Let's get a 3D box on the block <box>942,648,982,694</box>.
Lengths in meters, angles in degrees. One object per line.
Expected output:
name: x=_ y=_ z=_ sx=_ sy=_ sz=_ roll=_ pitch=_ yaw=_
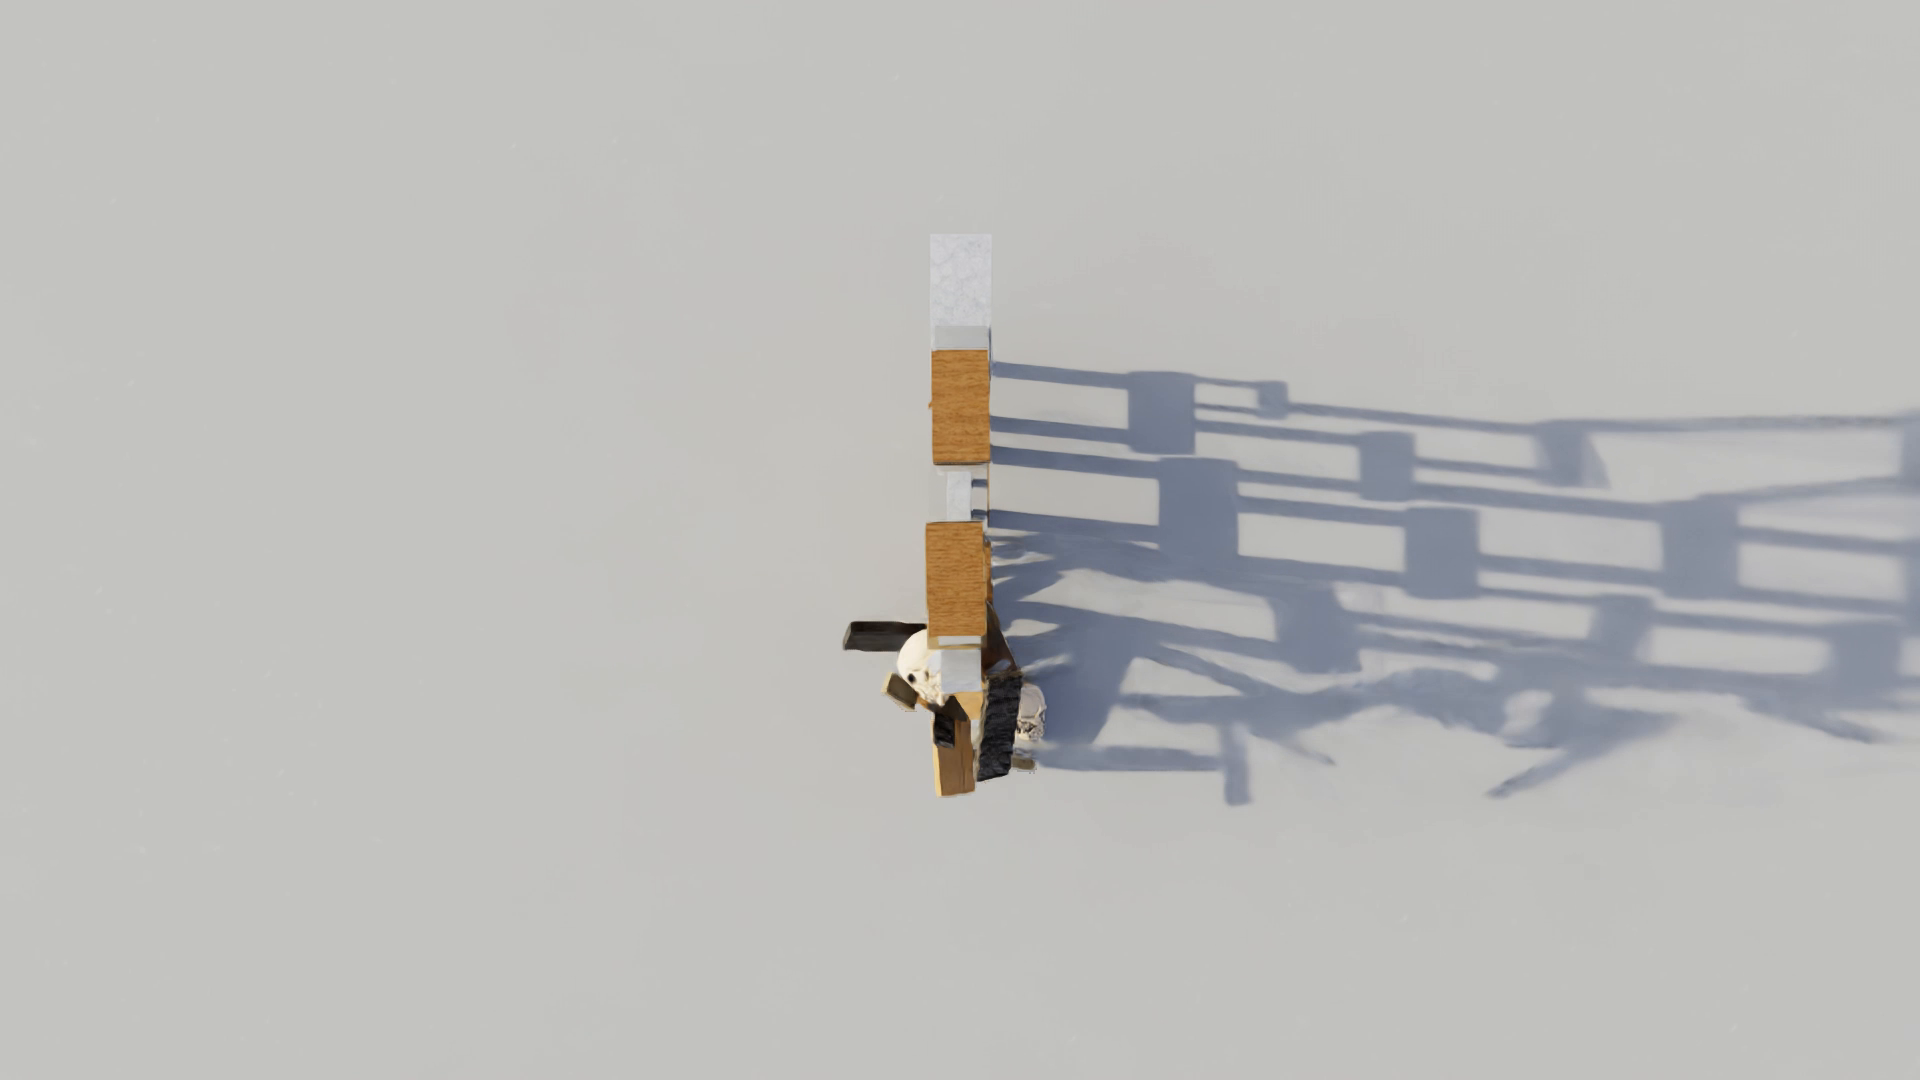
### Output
block: x=0.003 y=0.325 z=4.273 sx=0.102 sy=0.203 sz=0.029 roll=-5 pitch=119 yaw=2

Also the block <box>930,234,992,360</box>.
block: x=0.003 y=-0.605 z=4.105 sx=0.153 sy=0.043 sz=0.305 roll=0 pitch=92 yaw=0

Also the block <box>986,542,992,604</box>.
block: x=0.016 y=0.169 z=5.003 sx=0.160 sy=0.045 sz=0.320 roll=0 pitch=79 yaw=-3

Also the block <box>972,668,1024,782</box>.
block: x=0.106 y=0.525 z=4.650 sx=0.102 sy=0.029 sz=0.392 roll=-9 pitch=130 yaw=-19

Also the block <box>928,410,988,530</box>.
block: x=-0.006 y=-0.172 z=4.094 sx=0.149 sy=0.042 sz=0.298 roll=0 pitch=90 yaw=0

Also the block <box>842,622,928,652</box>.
block: x=-0.236 y=0.312 z=5.317 sx=0.262 sy=0.131 sz=0.037 roll=2 pitch=59 yaw=-16

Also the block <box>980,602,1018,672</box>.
block: x=0.070 y=0.307 z=4.743 sx=0.126 sy=0.036 sz=0.251 roll=-21 pitch=123 yaw=5

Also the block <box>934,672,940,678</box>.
block: x=-0.002 y=0.352 z=5.147 sx=0.131 sy=0.262 sz=0.037 roll=11 pitch=119 yaw=-1

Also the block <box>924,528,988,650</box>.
block: x=-0.010 y=0.122 z=4.202 sx=0.154 sy=0.044 sz=0.308 roll=-1 pitch=95 yaw=1

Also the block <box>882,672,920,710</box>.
block: x=-0.180 y=0.459 z=5.017 sx=0.133 sy=0.019 sz=0.067 roll=38 pitch=60 yaw=-39

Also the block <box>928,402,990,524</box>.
block: x=-0.004 y=-0.204 z=4.436 sx=0.163 sy=0.046 sz=0.326 roll=0 pitch=90 yaw=0

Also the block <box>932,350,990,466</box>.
block: x=0.001 y=-0.305 z=3.797 sx=0.131 sy=0.037 sz=0.263 roll=-1 pitch=79 yaw=0

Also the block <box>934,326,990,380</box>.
block: x=0.003 y=-0.451 z=3.961 sx=0.131 sy=0.263 sz=0.037 roll=0 pitch=117 yaw=0

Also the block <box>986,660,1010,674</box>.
block: x=0.097 y=0.372 z=4.683 sx=0.093 sy=0.046 sz=0.013 roll=-39 pitch=65 yaw=24

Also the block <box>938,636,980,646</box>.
block: x=-0.001 y=0.243 z=4.087 sx=0.102 sy=0.203 sz=0.029 roll=-2 pitch=87 yaw=1

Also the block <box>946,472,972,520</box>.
block: x=-0.002 y=-0.106 z=3.950 sx=0.057 sy=0.016 sz=0.114 roll=1 pitch=90 yaw=0

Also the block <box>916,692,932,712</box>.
block: x=-0.136 y=0.485 z=5.131 sx=0.133 sy=0.067 sz=0.019 roll=35 pitch=74 yaw=6

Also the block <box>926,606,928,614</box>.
block: x=-0.010 y=0.171 z=4.050 sx=0.133 sy=0.266 sz=0.038 roll=-2 pitch=92 yaw=1

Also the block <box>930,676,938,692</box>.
block: x=-0.023 y=0.468 z=5.161 sx=0.131 sy=0.262 sz=0.037 roll=11 pitch=82 yaw=3

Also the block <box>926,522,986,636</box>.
block: x=-0.011 y=0.092 z=3.890 sx=0.133 sy=0.038 sz=0.266 roll=-1 pitch=95 yaw=1

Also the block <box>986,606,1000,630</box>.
block: x=0.013 y=0.228 z=4.449 sx=0.154 sy=0.418 sz=0.044 roll=-18 pitch=84 yaw=4

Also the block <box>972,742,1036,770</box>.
block: x=0.102 y=0.689 z=5.312 sx=0.119 sy=0.373 sz=0.034 roll=21 pitch=90 yaw=34

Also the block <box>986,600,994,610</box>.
block: x=0.024 y=0.205 z=4.842 sx=0.126 sy=0.254 sz=0.036 roll=-4 pitch=95 yaw=-4

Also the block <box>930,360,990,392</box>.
block: x=0.003 y=-0.440 z=4.278 sx=0.153 sy=0.305 sz=0.043 roll=0 pitch=66 yaw=0

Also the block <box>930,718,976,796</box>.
block: x=-0.021 y=0.664 z=5.096 sx=0.119 sy=0.034 sz=0.238 roll=-4 pitch=89 yaw=-26

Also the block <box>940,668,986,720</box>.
block: x=0.043 y=0.428 z=4.630 sx=0.119 sy=0.238 sz=0.034 roll=0 pitch=52 yaw=28

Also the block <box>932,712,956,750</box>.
block: x=-0.050 y=0.576 z=5.001 sx=0.067 sy=0.133 sz=0.019 roll=16 pitch=122 yaw=-12

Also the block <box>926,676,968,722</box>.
block: x=-0.001 y=0.437 z=4.977 sx=0.126 sy=0.036 sz=0.251 roll=20 pitch=129 yaw=-4

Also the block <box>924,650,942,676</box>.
block: x=-0.051 y=0.331 z=4.603 sx=0.093 sy=0.013 sz=0.046 roll=-41 pitch=78 yaw=10

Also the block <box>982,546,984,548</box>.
block: x=-0.011 y=0.001 z=4.035 sx=0.133 sy=0.266 sz=0.038 roll=-1 pitch=92 yaw=1
